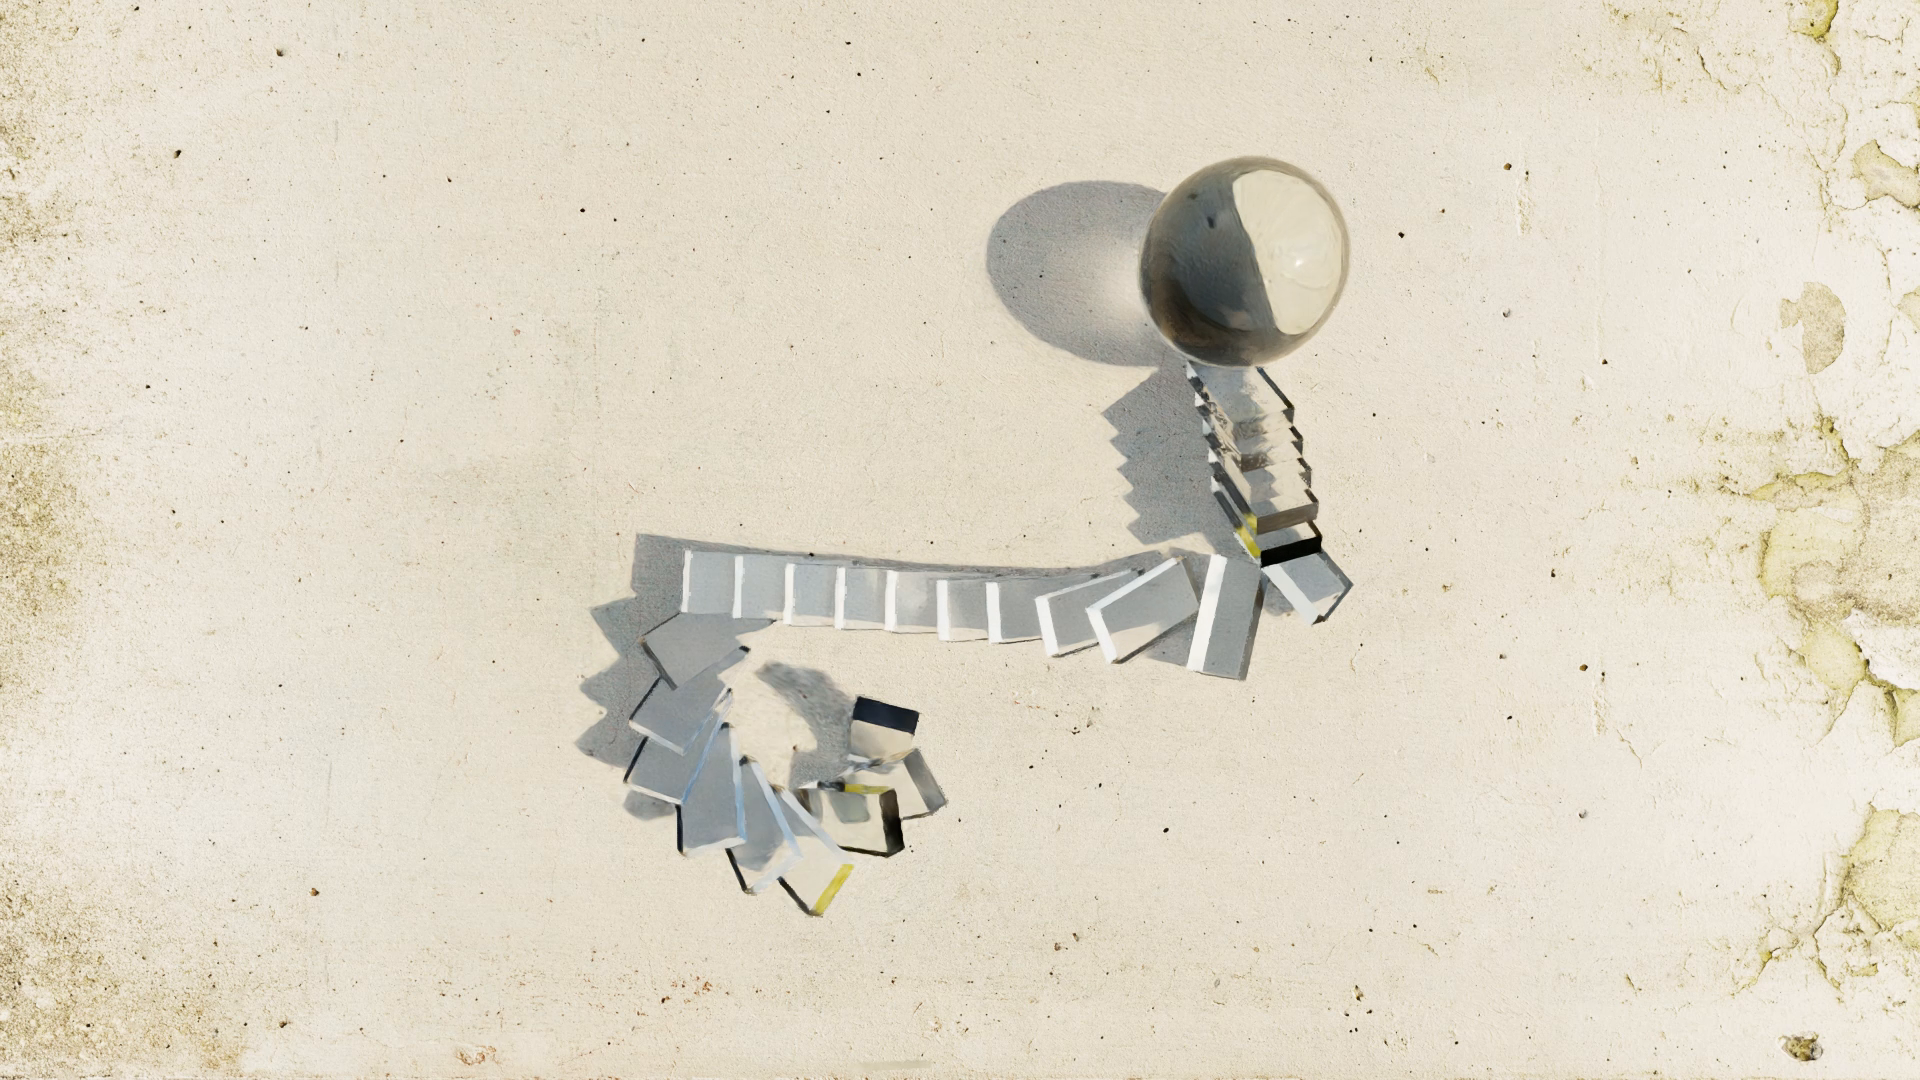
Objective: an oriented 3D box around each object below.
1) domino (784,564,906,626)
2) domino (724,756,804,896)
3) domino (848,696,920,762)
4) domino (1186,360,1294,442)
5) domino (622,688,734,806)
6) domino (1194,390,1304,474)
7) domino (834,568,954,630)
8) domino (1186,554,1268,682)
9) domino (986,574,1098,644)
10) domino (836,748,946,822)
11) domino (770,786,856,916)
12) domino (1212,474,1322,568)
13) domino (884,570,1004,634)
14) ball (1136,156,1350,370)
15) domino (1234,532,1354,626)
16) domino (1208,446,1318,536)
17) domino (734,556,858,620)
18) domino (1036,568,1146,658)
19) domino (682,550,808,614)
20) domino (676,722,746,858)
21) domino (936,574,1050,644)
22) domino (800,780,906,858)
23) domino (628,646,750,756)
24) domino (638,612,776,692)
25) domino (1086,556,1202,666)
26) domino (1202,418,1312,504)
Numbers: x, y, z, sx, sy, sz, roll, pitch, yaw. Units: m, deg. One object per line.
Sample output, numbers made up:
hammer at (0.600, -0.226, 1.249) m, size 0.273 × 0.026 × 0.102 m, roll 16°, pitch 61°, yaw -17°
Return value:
domino at (-0.048, 0.023, 0.383) m, size 0.050 × 0.010 × 0.025 m, roll 3°, pitch 90°, yaw -30°
domino at (-0.087, 0.118, 0.382) m, size 0.025 × 0.010 × 0.050 m, roll -37°, pitch 56°, yaw 0°
domino at (-0.032, 0.081, 0.376) m, size 0.025 × 0.050 × 0.010 m, roll 14°, pitch 58°, yaw 0°
domino at (0.115, -0.061, 0.378) m, size 0.025 × 0.050 × 0.010 m, roll -15°, pitch 131°, yaw 0°
domino at (-0.117, 0.082, 0.382) m, size 0.025 × 0.010 × 0.050 m, roll 17°, pitch 58°, yaw 3°
domino at (0.118, -0.049, 0.378) m, size 0.025 × 0.050 × 0.010 m, roll -15°, pitch 131°, yaw 0°
domino at (-0.027, 0.025, 0.384) m, size 0.050 × 0.010 × 0.025 m, roll 2°, pitch 90°, yaw -29°
domino at (0.115, 0.033, 0.390) m, size 0.025 × 0.009 × 0.050 m, roll 12°, pitch 90°, yaw -26°
domino at (0.036, 0.028, 0.384) m, size 0.050 × 0.010 × 0.025 m, roll -4°, pitch 90°, yaw -28°
domino at (-0.029, 0.103, 0.379) m, size 0.010 × 0.050 × 0.025 m, roll -28°, pitch 90°, yaw -44°
domino at (-0.068, 0.129, 0.382) m, size 0.050 × 0.010 × 0.025 m, roll 35°, pitch 91°, yaw 34°
domino at (0.126, -0.011, 0.378) m, size 0.025 × 0.050 × 0.010 m, roll -15°, pitch 132°, yaw 0°
domino at (-0.006, 0.026, 0.384) m, size 0.050 × 0.010 × 0.025 m, roll 3°, pitch 90°, yaw -28°
ball at (0.110, -0.108, 0.360) m, size 0.080 × 0.080 × 0.080 m, roll 0°, pitch 90°, yaw 0°
domino at (0.142, 0.009, 0.390) m, size 0.025 × 0.009 × 0.050 m, roll -40°, pitch 90°, yaw -29°
domino at (0.124, -0.024, 0.378) m, size 0.025 × 0.050 × 0.009 m, roll -15°, pitch 131°, yaw 0°
domino at (-0.068, 0.020, 0.383) m, size 0.050 × 0.010 × 0.025 m, roll 3°, pitch 88°, yaw -30°
domino at (0.057, 0.030, 0.384) m, size 0.050 × 0.009 × 0.025 m, roll -15°, pitch 95°, yaw -26°
domino at (-0.089, 0.018, 0.383) m, size 0.050 × 0.009 × 0.025 m, roll 4°, pitch 85°, yaw -30°
domino at (-0.105, 0.104, 0.382) m, size 0.025 × 0.009 × 0.050 m, roll -15°, pitch 56°, yaw 0°
domino at (0.015, 0.028, 0.384) m, size 0.050 × 0.010 × 0.025 m, roll -2°, pitch 90°, yaw -28°
domino at (-0.046, 0.115, 0.380) m, size 0.050 × 0.009 × 0.025 m, roll -9°, pitch 90°, yaw 42°
domino at (-0.112, 0.061, 0.382) m, size 0.025 × 0.009 × 0.050 m, roll 28°, pitch 57°, yaw 1°
domino at (-0.105, 0.038, 0.382) m, size 0.050 × 0.009 × 0.025 m, roll -35°, pitch 90°, yaw -35°
domino at (0.079, 0.029, 0.384) m, size 0.050 × 0.009 × 0.025 m, roll -28°, pitch 101°, yaw -23°
domino at (0.122, -0.037, 0.378) m, size 0.025 × 0.050 × 0.010 m, roll -15°, pitch 131°, yaw 0°
